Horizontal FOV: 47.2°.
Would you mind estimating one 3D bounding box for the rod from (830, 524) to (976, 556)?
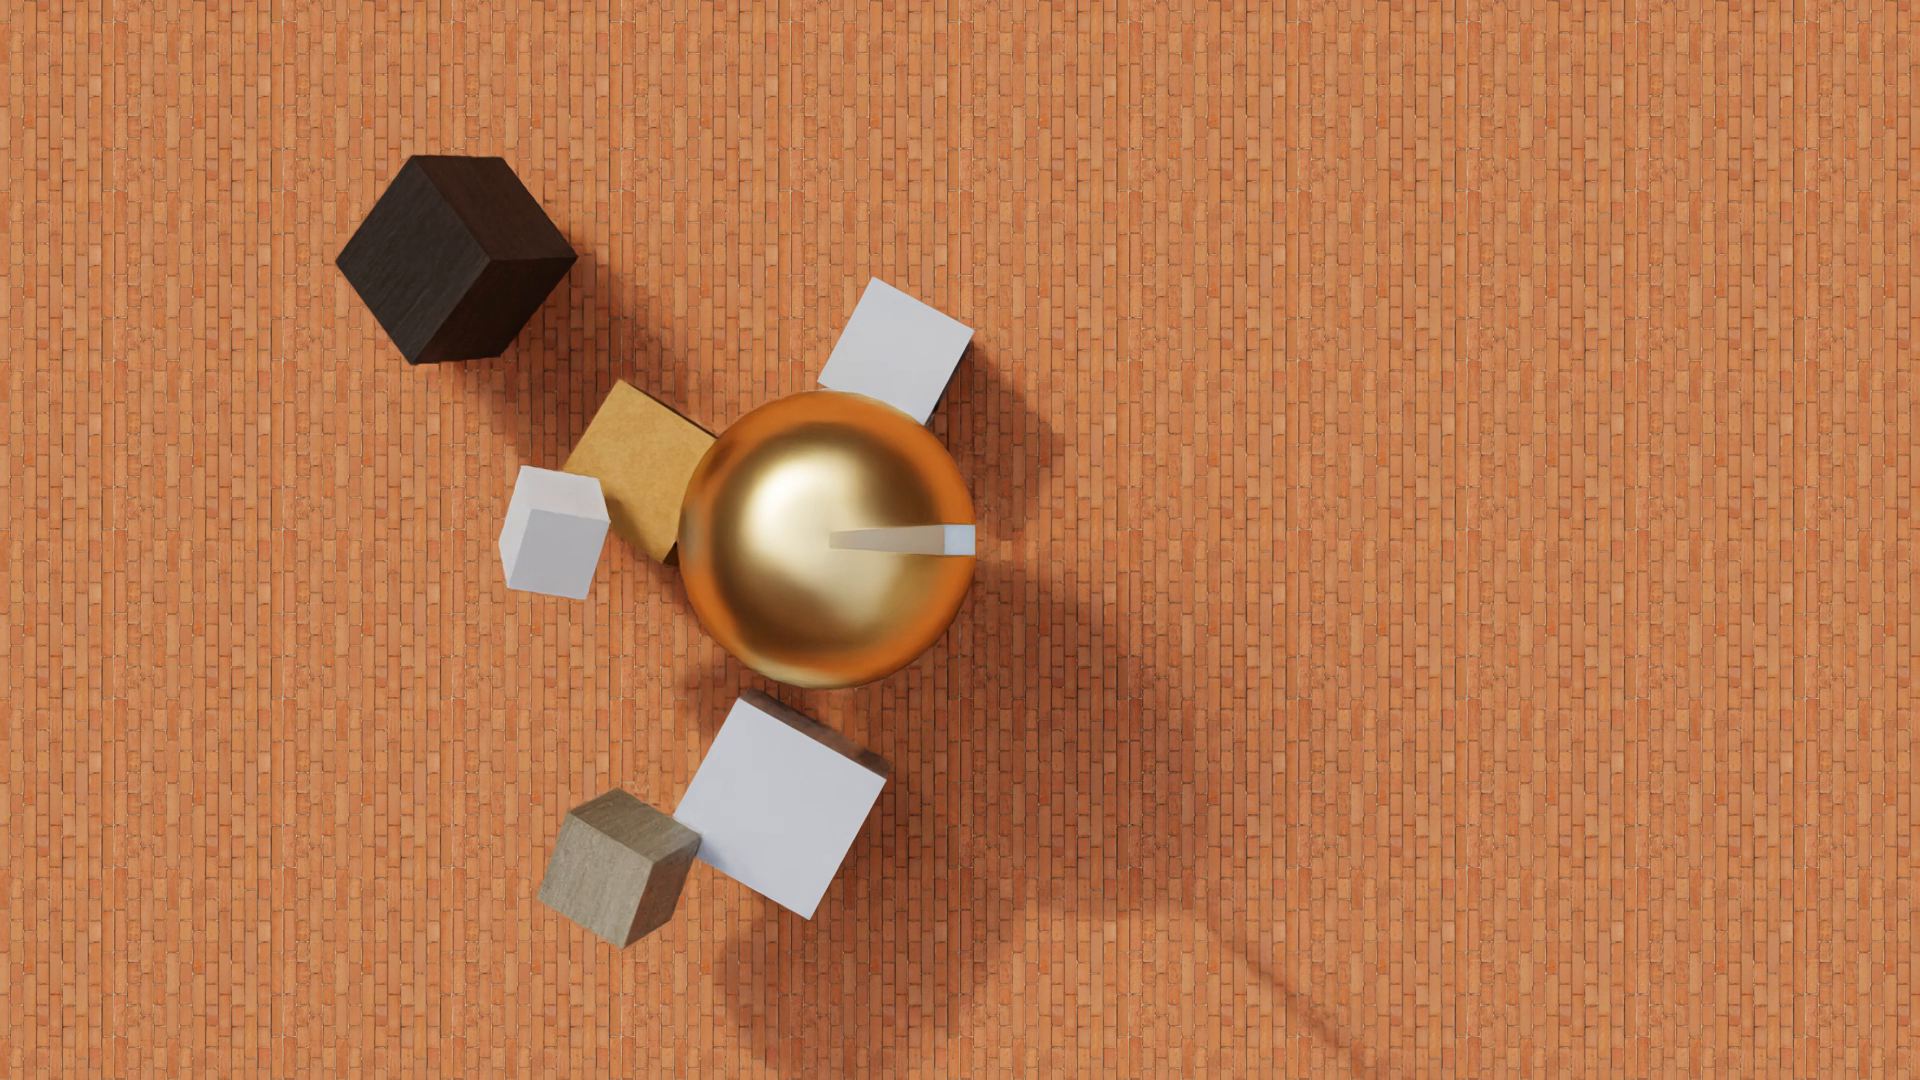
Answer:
[{"bbox_3d":[-0.305,0.000,8.347,0.080,5.200,0.080,0,90,-7],"label":"rod"}]

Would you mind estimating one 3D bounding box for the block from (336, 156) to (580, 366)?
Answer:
[{"bbox_3d":[-2.836,-1.582,12.402,0.844,0.738,0.779,-45,75,27],"label":"block"}]

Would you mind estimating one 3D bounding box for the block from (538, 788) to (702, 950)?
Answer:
[{"bbox_3d":[-1.839,1.768,11.891,0.569,0.507,0.549,27,109,17],"label":"block"}]

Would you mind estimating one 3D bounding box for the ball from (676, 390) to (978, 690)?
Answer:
[{"bbox_3d":[-0.704,0.000,11.724,1.600,1.600,1.600,0,90,0],"label":"ball"}]

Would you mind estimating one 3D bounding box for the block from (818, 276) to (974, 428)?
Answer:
[{"bbox_3d":[-0.360,-1.031,12.658,0.646,0.684,0.667,28,90,0],"label":"block"}]

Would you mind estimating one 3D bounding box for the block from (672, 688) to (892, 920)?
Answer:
[{"bbox_3d":[-1.022,1.476,12.533,0.932,0.935,0.879,29,90,0],"label":"block"}]

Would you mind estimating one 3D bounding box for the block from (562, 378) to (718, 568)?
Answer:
[{"bbox_3d":[-1.719,-0.357,12.534,0.757,0.852,0.737,32,90,7],"label":"block"}]

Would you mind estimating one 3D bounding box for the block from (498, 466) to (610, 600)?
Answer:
[{"bbox_3d":[-2.191,-0.040,11.851,0.427,0.470,0.497,10,117,-24],"label":"block"}]
